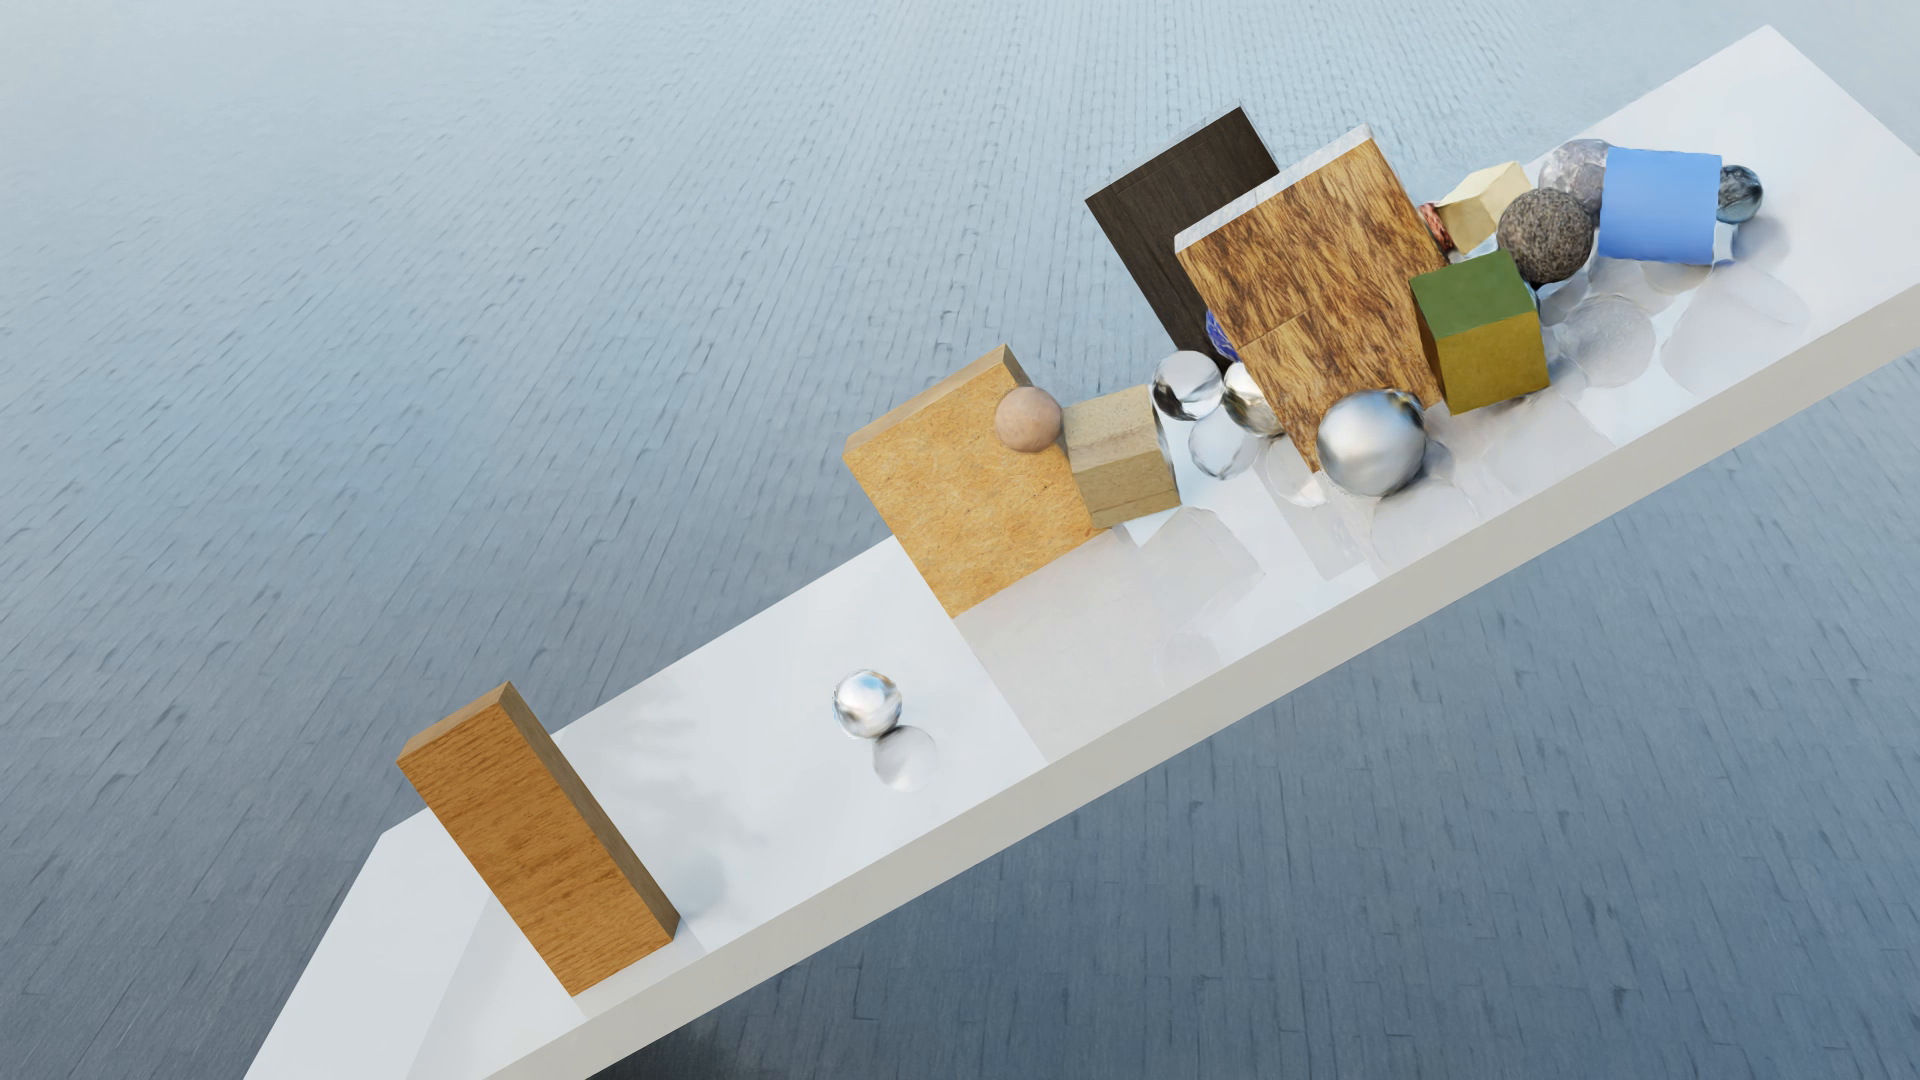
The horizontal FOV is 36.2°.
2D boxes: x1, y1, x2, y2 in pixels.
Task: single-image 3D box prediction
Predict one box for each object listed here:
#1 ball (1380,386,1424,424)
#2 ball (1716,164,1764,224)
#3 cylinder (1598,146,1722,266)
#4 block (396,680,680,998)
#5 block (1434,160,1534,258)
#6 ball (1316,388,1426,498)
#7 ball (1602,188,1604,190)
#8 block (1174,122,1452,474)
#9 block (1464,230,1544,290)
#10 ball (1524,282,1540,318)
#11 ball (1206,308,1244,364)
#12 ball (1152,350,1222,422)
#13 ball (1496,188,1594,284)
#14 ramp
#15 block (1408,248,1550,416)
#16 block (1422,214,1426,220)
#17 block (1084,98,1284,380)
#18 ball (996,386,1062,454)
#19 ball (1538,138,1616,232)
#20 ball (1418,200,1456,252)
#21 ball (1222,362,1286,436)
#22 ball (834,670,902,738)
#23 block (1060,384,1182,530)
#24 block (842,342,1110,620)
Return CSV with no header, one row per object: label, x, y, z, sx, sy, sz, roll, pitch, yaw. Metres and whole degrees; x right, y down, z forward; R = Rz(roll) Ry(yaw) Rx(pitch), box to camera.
ball,0.834,-0.235,5.671,0.124,0.124,0.124,0,20,0
ball,1.489,-0.666,5.669,0.115,0.115,0.115,0,20,0
cylinder,1.321,-0.630,5.552,0.208,0.208,0.208,6,21,14
block,-0.807,0.578,5.661,0.240,0.584,0.105,-30,15,13
block,1.166,-0.720,6.453,0.146,0.146,0.146,-42,16,-28
ball,0.767,-0.181,5.487,0.204,0.204,0.204,0,20,0
ball,1.373,-0.698,5.938,0.149,0.149,0.149,0,20,0
block,0.750,-0.476,5.815,0.438,0.529,0.147,-30,15,13
block,1.139,-0.570,6.058,0.122,0.122,0.122,-38,12,-3
ball,1.073,-0.452,5.739,0.117,0.117,0.117,0,20,0
ball,0.596,-0.452,6.064,0.179,0.179,0.179,0,20,0
ball,0.512,-0.347,6.623,0.162,0.162,0.162,0,20,0
ball,1.170,-0.608,5.878,0.191,0.191,0.191,0,20,0
ramp,0.140,0.170,6.292,4.000,0.100,2.000,-30,15,13
block,0.974,-0.390,5.520,0.192,0.192,0.192,-17,42,4
block,0.817,-0.620,6.080,0.185,0.185,0.185,4,22,-23
block,0.599,-0.666,6.707,0.408,0.539,0.099,-30,15,13
ball,0.144,-0.251,6.155,0.142,0.142,0.142,0,20,0
ball,1.295,-0.734,6.086,0.195,0.195,0.195,0,20,0
ball,1.078,-0.708,6.650,0.121,0.121,0.121,0,20,0
ball,0.643,-0.312,6.192,0.186,0.186,0.186,0,20,0
ball,-0.186,0.336,5.990,0.139,0.139,0.139,0,20,0
block,0.339,-0.174,6.180,0.189,0.189,0.189,-16,48,9
block,0.039,-0.127,6.386,0.409,0.437,0.144,-30,15,13
